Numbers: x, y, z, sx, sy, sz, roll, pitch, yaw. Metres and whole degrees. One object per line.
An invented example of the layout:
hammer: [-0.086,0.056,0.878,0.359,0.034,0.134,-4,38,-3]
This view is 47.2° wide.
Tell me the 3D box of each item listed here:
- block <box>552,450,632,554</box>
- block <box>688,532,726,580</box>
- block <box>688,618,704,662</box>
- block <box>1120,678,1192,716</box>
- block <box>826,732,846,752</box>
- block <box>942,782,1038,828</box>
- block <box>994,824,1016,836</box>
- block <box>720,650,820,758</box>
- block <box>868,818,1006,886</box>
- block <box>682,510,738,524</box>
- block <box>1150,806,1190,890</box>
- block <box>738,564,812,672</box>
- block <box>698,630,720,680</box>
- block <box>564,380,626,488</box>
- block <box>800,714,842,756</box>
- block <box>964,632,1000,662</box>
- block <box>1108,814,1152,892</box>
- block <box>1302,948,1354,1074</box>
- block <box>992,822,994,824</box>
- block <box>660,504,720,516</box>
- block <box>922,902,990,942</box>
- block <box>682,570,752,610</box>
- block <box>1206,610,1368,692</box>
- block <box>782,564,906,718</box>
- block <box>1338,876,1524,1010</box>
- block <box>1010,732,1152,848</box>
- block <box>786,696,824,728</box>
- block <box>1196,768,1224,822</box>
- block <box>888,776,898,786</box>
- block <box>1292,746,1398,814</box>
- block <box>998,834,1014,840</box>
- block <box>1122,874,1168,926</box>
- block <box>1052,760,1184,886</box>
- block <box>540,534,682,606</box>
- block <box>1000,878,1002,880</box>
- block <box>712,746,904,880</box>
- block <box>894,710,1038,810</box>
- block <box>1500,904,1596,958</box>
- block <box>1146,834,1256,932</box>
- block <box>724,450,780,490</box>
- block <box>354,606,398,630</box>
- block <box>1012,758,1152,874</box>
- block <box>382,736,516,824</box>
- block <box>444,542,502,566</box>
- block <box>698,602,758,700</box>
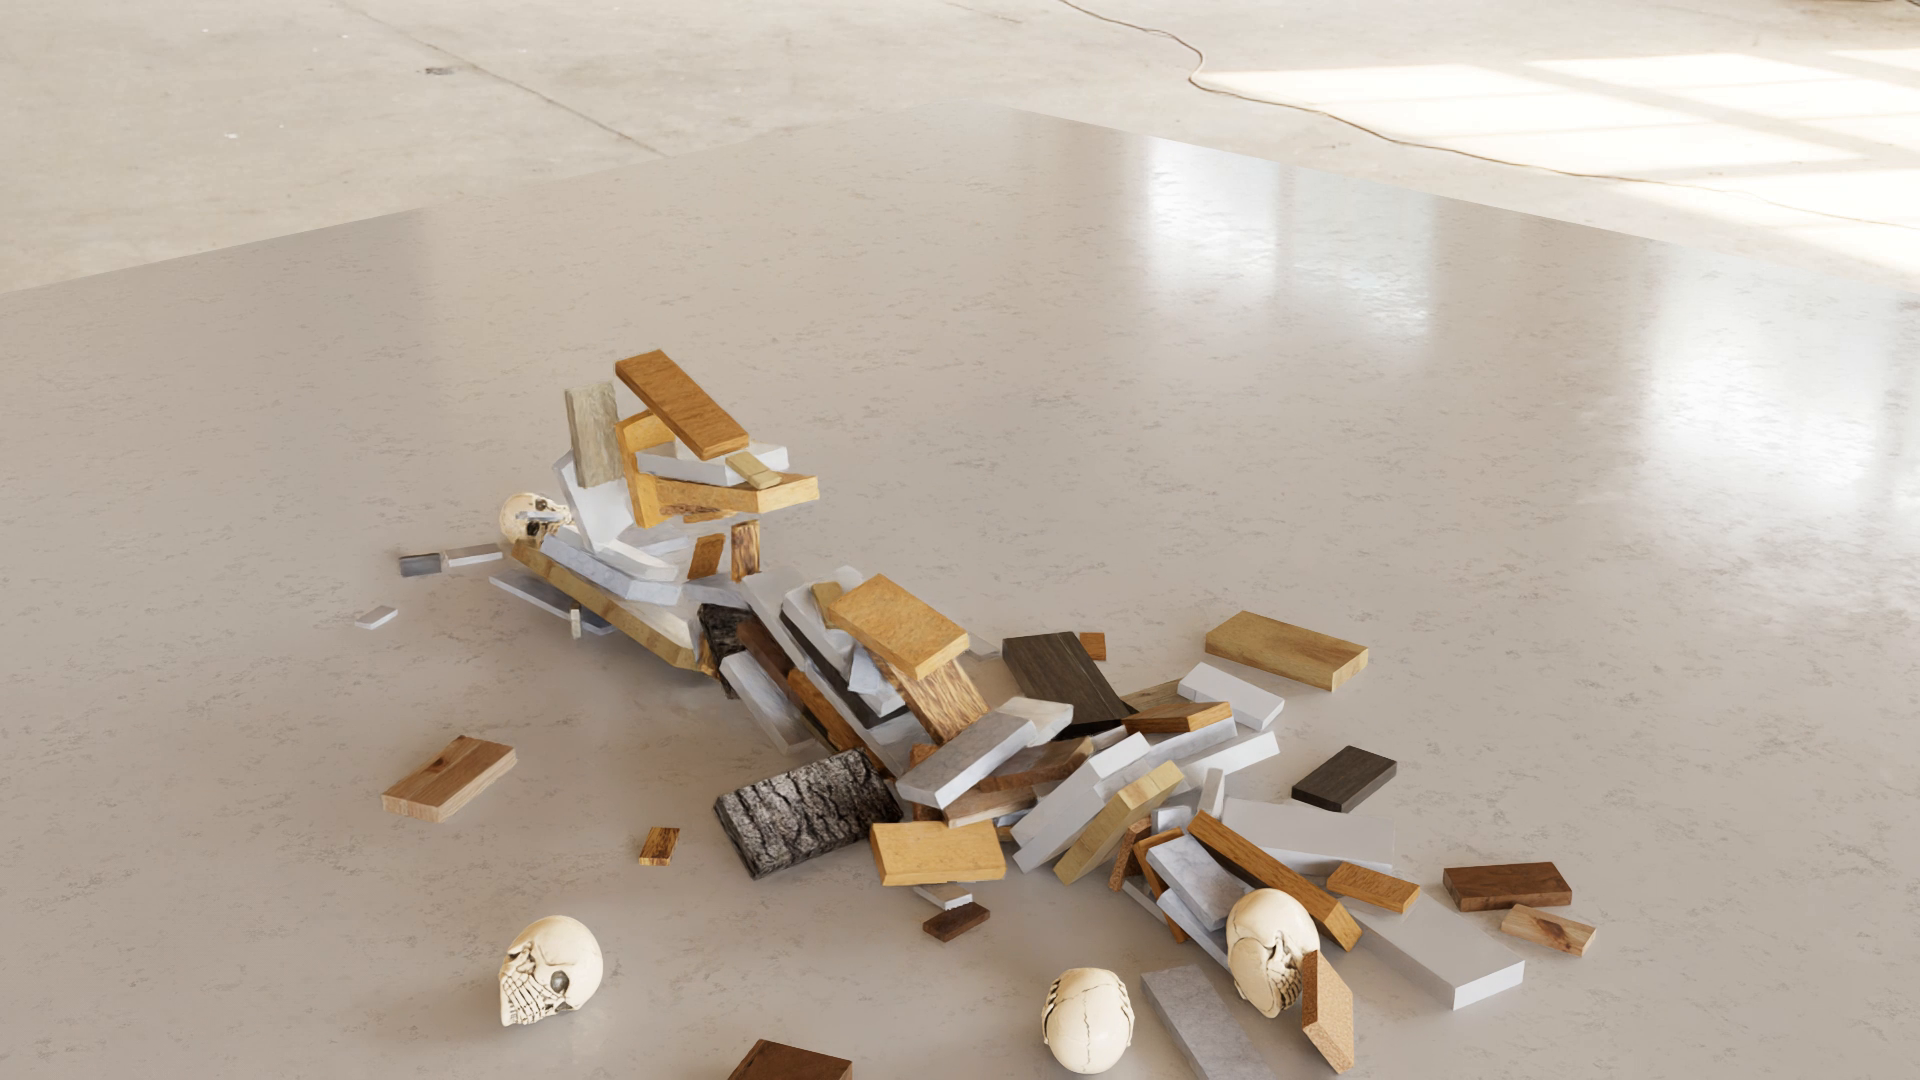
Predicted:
block: [-0.876,-0.109,5.247,0.037,0.259,0.130,19,49,36]
block: [-0.575,0.041,4.990,0.064,0.128,0.018,-16,52,-34]
block: [-0.573,0.233,4.956,0.064,0.018,0.128,22,30,-33]
block: [0.466,0.357,4.881,0.211,0.030,0.105,-14,27,-30]
block: [-0.203,0.442,4.633,0.075,0.021,0.149,-22,49,-38]
block: [0.050,0.498,4.261,0.179,0.025,0.090,-13,43,-14]
block: [0.079,0.564,4.348,0.123,0.017,0.062,-10,10,46]
block: [-0.391,0.343,4.762,0.135,0.038,0.270,-18,54,-35]
block: [-0.042,0.594,4.194,0.241,0.034,0.121,0,44,-20]
block: [-0.556,-0.054,4.897,0.065,0.018,0.130,-12,3,-37]
block: [0.397,0.580,4.139,0.077,0.153,0.022,-3,5,-33]
block: [-0.351,0.166,4.728,0.132,0.037,0.265,-15,50,-35]
block: [-0.550,0.258,4.905,0.064,0.018,0.128,28,27,-23]
block: [-0.854,-0.247,5.153,0.116,0.231,0.033,-20,23,-39]
block: [-0.266,0.412,4.688,0.075,0.021,0.149,-21,54,-38]
block: [0.036,0.250,5.150,0.058,0.016,0.116,-16,28,-32]
block: [0.331,0.592,4.169,0.022,0.153,0.076,37,40,30]
block: [0.626,0.800,3.742,0.030,0.107,0.214,-34,14,20]
block: [0.047,0.553,4.386,0.047,0.013,0.094,-20,7,-25]
block: [-0.611,-0.071,4.968,0.130,0.018,0.065,-3,7,41]
block: [-0.006,0.706,4.077,0.059,0.017,0.117,21,31,41]
block: [-0.493,0.111,4.921,0.135,0.038,0.270,-14,13,-37]
block: [0.756,0.255,5.100,0.334,0.047,0.167,17,28,34]
block: [-0.199,0.205,4.549,0.169,0.048,0.338,-26,57,-32]
block: [0.844,0.727,3.988,0.164,0.046,0.328,-13,26,-29]
block: [0.227,0.476,4.178,0.149,0.299,0.042,-23,73,-42]
block: [-0.295,0.355,4.704,0.075,0.021,0.149,-20,39,-36]
block: [0.483,0.539,4.273,0.030,0.104,0.209,4,23,13]
block: [-0.153,0.466,4.583,0.103,0.015,0.051,37,44,17]
block: [0.795,0.498,4.545,0.116,0.033,0.231,17,29,35]
block: [0.123,0.573,4.331,0.123,0.017,0.062,-8,11,46]
block: [0.378,0.674,4.127,0.076,0.022,0.153,-2,21,-31]
block: [0.297,0.535,4.143,0.149,0.299,0.042,-26,69,-38]
block: [-0.856,0.072,5.378,0.336,0.048,0.168,25,8,37]
block: [0.015,0.634,4.245,0.123,0.017,0.062,-2,23,-4]
block: [-0.297,0.535,4.328,0.339,0.048,0.170,-17,62,-34]
block: [0.013,0.426,4.278,0.263,0.037,0.131,-35,23,-30]
block: [1.082,0.717,4.043,0.152,0.022,0.076,14,27,30]
block: [0.436,0.621,3.996,0.099,0.028,0.197,-14,43,-31]
block: [-0.442,-0.149,4.685,0.057,0.016,0.114,-22,48,-41]
block: [-1.408,0.187,5.302,0.050,0.014,0.100,11,25,23]
block: [0.235,0.528,4.191,0.149,0.299,0.042,-23,73,-43]
block: [-1.053,0.494,4.548,0.137,0.039,0.275,9,25,21]
block: [-1.250,0.037,5.649,0.134,0.019,0.067,-9,25,-21]
block: [-0.484,0.245,4.907,0.135,0.038,0.270,3,41,-28]
